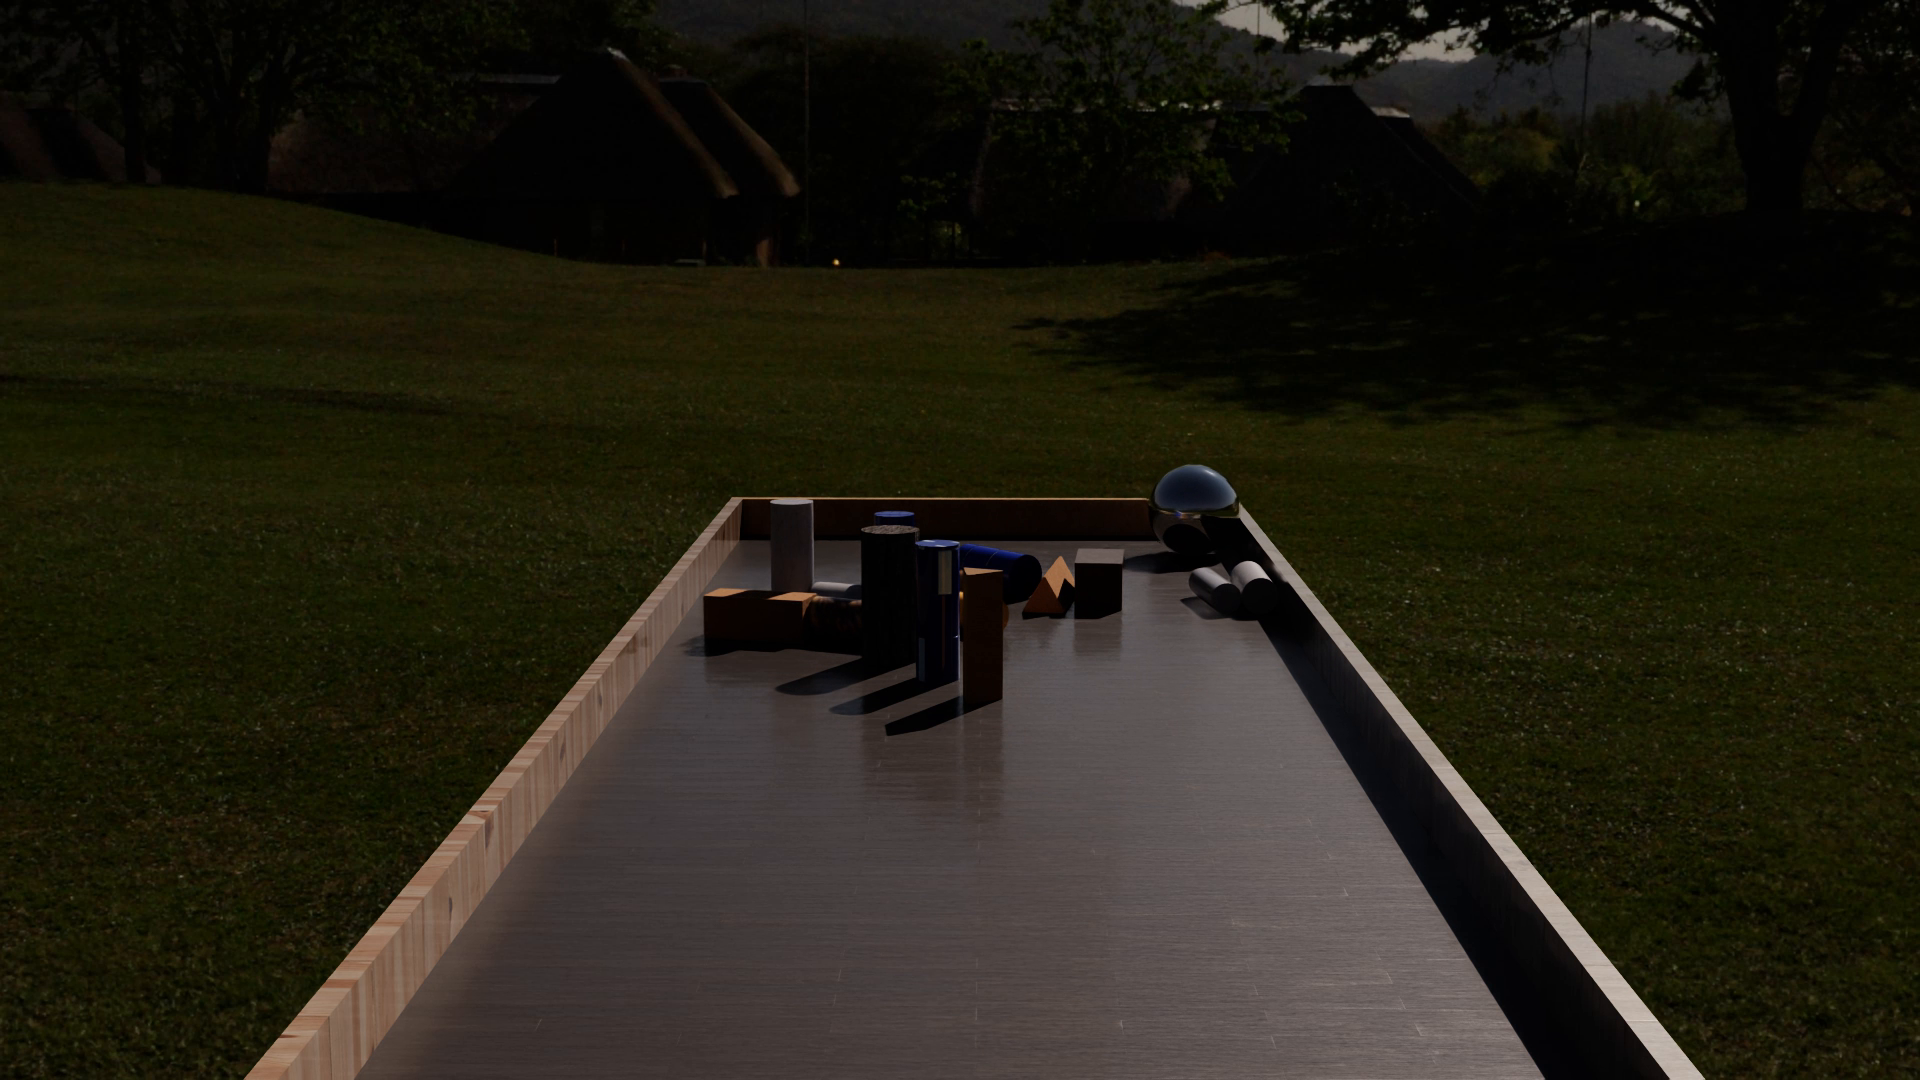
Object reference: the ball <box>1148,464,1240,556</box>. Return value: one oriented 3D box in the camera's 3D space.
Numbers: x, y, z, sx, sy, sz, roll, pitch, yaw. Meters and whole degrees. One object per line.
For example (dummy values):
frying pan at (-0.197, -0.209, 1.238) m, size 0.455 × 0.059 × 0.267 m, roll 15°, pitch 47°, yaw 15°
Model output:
ball at (0.915, -0.118, 8.612) m, size 0.358 × 0.358 × 0.358 m, roll 0°, pitch 9°, yaw 0°

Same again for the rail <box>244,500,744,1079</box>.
rail at (-1.004, 0.839, 3.234) m, size 0.050 × 0.150 × 12.000 m, roll 0°, pitch 9°, yaw 1°

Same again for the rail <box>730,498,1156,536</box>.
rail at (0.099, -0.098, 9.147) m, size 2.100 × 0.150 × 0.050 m, roll 0°, pitch 9°, yaw 1°

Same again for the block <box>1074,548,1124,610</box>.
block at (0.485, 0.135, 7.640) m, size 0.162 × 0.162 × 0.311 m, roll 1°, pitch 9°, yaw 5°

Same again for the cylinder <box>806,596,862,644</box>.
cylinder at (-0.276, 0.260, 6.932) m, size 0.404 × 0.137 × 0.137 m, roll 4°, pitch 10°, yaw 25°

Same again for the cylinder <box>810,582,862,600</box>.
cylinder at (-0.319, 0.222, 7.124) m, size 0.319 × 0.152 × 0.152 m, roll 4°, pitch 10°, yaw 24°

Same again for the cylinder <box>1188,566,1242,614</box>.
cylinder at (0.878, 0.172, 7.588) m, size 0.106 × 0.106 × 0.329 m, roll -1°, pitch 9°, yaw -7°

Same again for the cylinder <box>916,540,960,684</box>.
cylinder at (-0.065, 0.208, 6.418) m, size 0.129 × 0.401 × 0.129 m, roll 0°, pitch 9°, yaw 0°

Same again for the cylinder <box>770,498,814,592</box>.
cylinder at (-0.548, 0.079, 7.188) m, size 0.141 × 0.414 × 0.141 m, roll 0°, pitch 9°, yaw 0°

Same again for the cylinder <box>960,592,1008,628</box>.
cylinder at (-0.018, 0.226, 7.209) m, size 0.118 × 0.118 × 0.389 m, roll -8°, pitch 12°, yaw -43°

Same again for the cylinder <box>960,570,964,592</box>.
cylinder at (-0.107, 0.144, 7.765) m, size 0.353 × 0.105 × 0.105 m, roll 6°, pitch 11°, yaw 35°

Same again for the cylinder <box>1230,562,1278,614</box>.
cylinder at (1.014, 0.162, 7.588) m, size 0.125 × 0.125 × 0.343 m, roll 0°, pitch 9°, yaw 0°

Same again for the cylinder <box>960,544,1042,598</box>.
cylinder at (0.129, 0.108, 7.834) m, size 0.154 × 0.154 × 0.320 m, roll -7°, pitch 12°, yaw -39°

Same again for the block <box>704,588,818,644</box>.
block at (-0.638, 0.242, 7.043) m, size 0.336 × 0.137 × 0.137 m, roll 3°, pitch 9°, yaw 16°

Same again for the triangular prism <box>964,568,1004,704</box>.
triangular prism at (0.041, 0.265, 6.171) m, size 0.121 × 0.366 × 0.105 m, roll -6°, pitch 11°, yaw -35°

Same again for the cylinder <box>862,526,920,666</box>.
cylinder at (-0.211, 0.166, 6.678) m, size 0.177 × 0.401 × 0.177 m, roll 0°, pitch 9°, yaw 0°

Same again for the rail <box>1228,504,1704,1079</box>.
rail at (1.046, 0.843, 3.208) m, size 0.050 × 0.150 × 12.000 m, roll 0°, pitch 9°, yaw 1°

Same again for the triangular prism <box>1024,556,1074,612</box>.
triangular prism at (0.321, 0.150, 7.653) m, size 0.139 × 0.121 × 0.436 m, roll 2°, pitch 9°, yaw 10°

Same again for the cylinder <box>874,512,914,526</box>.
cylinder at (-0.214, 0.097, 7.214) m, size 0.131 × 0.370 × 0.131 m, roll 0°, pitch 9°, yaw 0°
